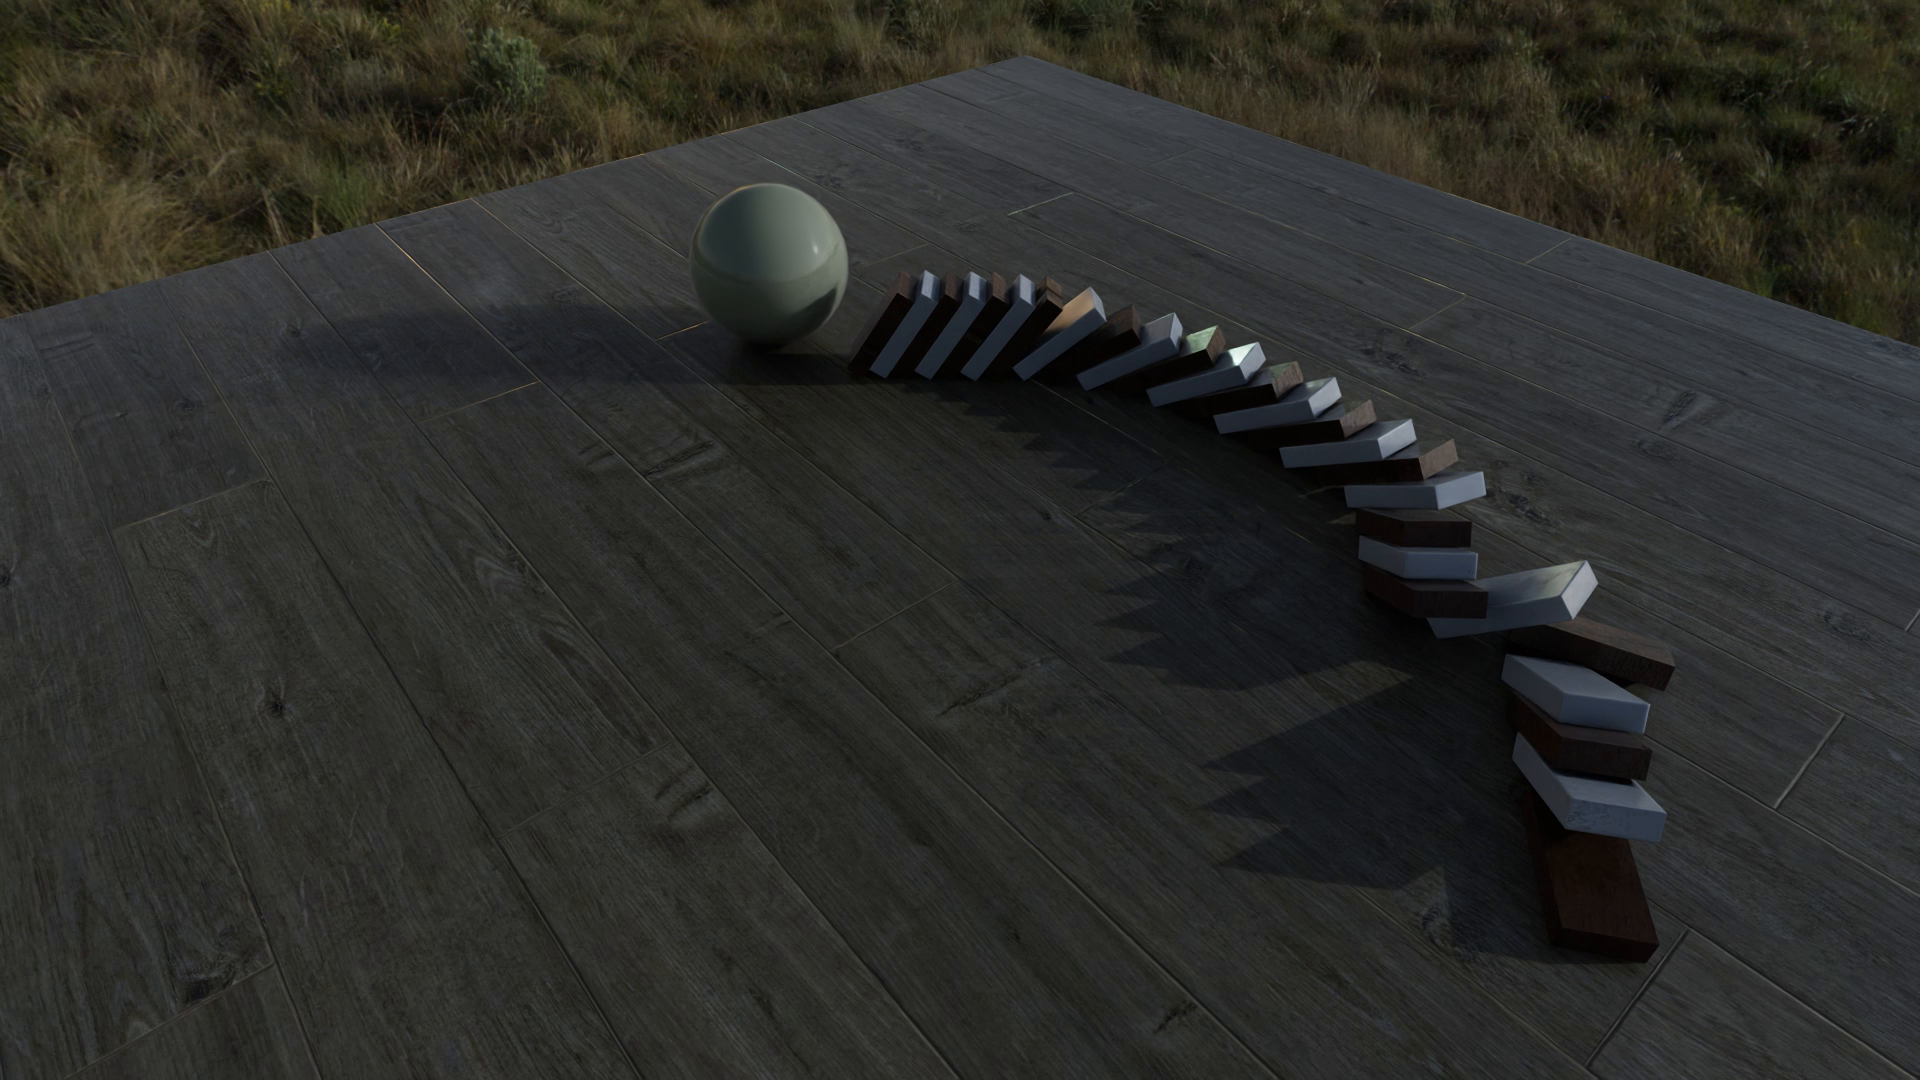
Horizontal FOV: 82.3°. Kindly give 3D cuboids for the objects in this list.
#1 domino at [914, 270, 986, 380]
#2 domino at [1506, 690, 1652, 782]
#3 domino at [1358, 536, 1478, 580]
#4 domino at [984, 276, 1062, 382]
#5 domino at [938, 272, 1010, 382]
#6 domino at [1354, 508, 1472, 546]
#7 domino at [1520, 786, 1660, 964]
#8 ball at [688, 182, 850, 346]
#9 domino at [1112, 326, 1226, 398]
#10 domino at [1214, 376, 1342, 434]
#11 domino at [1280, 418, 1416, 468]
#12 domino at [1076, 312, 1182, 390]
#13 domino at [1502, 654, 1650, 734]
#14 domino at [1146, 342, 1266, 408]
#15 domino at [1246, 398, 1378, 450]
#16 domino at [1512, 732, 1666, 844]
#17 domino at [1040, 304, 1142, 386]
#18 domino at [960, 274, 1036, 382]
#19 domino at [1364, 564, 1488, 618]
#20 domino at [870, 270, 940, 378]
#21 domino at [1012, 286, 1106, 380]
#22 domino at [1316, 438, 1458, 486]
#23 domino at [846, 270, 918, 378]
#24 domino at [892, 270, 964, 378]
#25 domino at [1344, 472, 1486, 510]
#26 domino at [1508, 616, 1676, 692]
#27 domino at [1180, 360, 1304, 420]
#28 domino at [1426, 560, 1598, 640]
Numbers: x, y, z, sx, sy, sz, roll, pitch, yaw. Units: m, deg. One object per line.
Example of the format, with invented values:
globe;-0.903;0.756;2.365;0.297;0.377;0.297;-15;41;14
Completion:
domino;-0.005;-0.106;0.543;0.009;0.050;0.025;28;36;-18
domino;0.195;0.061;0.350;0.025;0.010;0.050;8;10;9
domino;0.172;0.006;0.416;0.025;0.010;0.050;1;7;1
domino;0.031;-0.104;0.541;0.010;0.050;0.025;31;35;-20
domino;0.007;-0.105;0.542;0.009;0.050;0.025;28;36;-18
domino;0.176;-0.005;0.430;0.025;0.009;0.050;0;7;0
domino;0.184;0.097;0.325;0.025;0.010;0.050;8;40;9
ball;-0.096;-0.139;0.558;0.080;0.080;0.080;0;39;0
domino;0.100;-0.085;0.527;0.050;0.010;0.025;-15;27;36
domino;0.143;-0.060;0.497;0.025;0.009;0.050;-36;19;-35
domino;0.166;-0.041;0.473;0.025;0.009;0.050;-27;14;-31
domino;0.083;-0.092;0.535;0.050;0.009;0.025;-20;30;29
domino;0.201;0.050;0.363;0.025;0.010;0.050;7;9;6
domino;0.116;-0.078;0.518;0.050;0.010;0.025;-10;26;43
domino;0.155;-0.051;0.485;0.025;0.010;0.050;-30;16;-31
domino;0.190;0.074;0.336;0.025;0.010;0.050;8;13;9
domino;0.064;-0.096;0.540;0.050;0.009;0.025;-23;32;25
domino;0.019;-0.104;0.541;0.009;0.050;0.025;29;35;-19
domino;0.169;0.018;0.402;0.025;0.009;0.050;1;9;1
domino;-0.027;-0.106;0.543;0.009;0.050;0.025;27;36;-18
domino;0.048;-0.102;0.543;0.050;0.010;0.025;-34;29;22
domino;0.178;-0.032;0.462;0.025;0.010;0.050;-25;13;-31
domino;-0.038;-0.107;0.544;0.009;0.050;0.025;27;36;-18
domino;-0.016;-0.106;0.543;0.009;0.050;0.025;27;36;-18
domino;0.184;-0.020;0.447;0.025;0.010;0.050;-15;8;-20
domino;0.224;0.036;0.392;0.050;0.010;0.025;20;21;23
domino;0.129;-0.069;0.508;0.050;0.009;0.025;-6;25;48
domino;0.196;0.022;0.392;0.025;0.009;0.050;-35;9;-35
